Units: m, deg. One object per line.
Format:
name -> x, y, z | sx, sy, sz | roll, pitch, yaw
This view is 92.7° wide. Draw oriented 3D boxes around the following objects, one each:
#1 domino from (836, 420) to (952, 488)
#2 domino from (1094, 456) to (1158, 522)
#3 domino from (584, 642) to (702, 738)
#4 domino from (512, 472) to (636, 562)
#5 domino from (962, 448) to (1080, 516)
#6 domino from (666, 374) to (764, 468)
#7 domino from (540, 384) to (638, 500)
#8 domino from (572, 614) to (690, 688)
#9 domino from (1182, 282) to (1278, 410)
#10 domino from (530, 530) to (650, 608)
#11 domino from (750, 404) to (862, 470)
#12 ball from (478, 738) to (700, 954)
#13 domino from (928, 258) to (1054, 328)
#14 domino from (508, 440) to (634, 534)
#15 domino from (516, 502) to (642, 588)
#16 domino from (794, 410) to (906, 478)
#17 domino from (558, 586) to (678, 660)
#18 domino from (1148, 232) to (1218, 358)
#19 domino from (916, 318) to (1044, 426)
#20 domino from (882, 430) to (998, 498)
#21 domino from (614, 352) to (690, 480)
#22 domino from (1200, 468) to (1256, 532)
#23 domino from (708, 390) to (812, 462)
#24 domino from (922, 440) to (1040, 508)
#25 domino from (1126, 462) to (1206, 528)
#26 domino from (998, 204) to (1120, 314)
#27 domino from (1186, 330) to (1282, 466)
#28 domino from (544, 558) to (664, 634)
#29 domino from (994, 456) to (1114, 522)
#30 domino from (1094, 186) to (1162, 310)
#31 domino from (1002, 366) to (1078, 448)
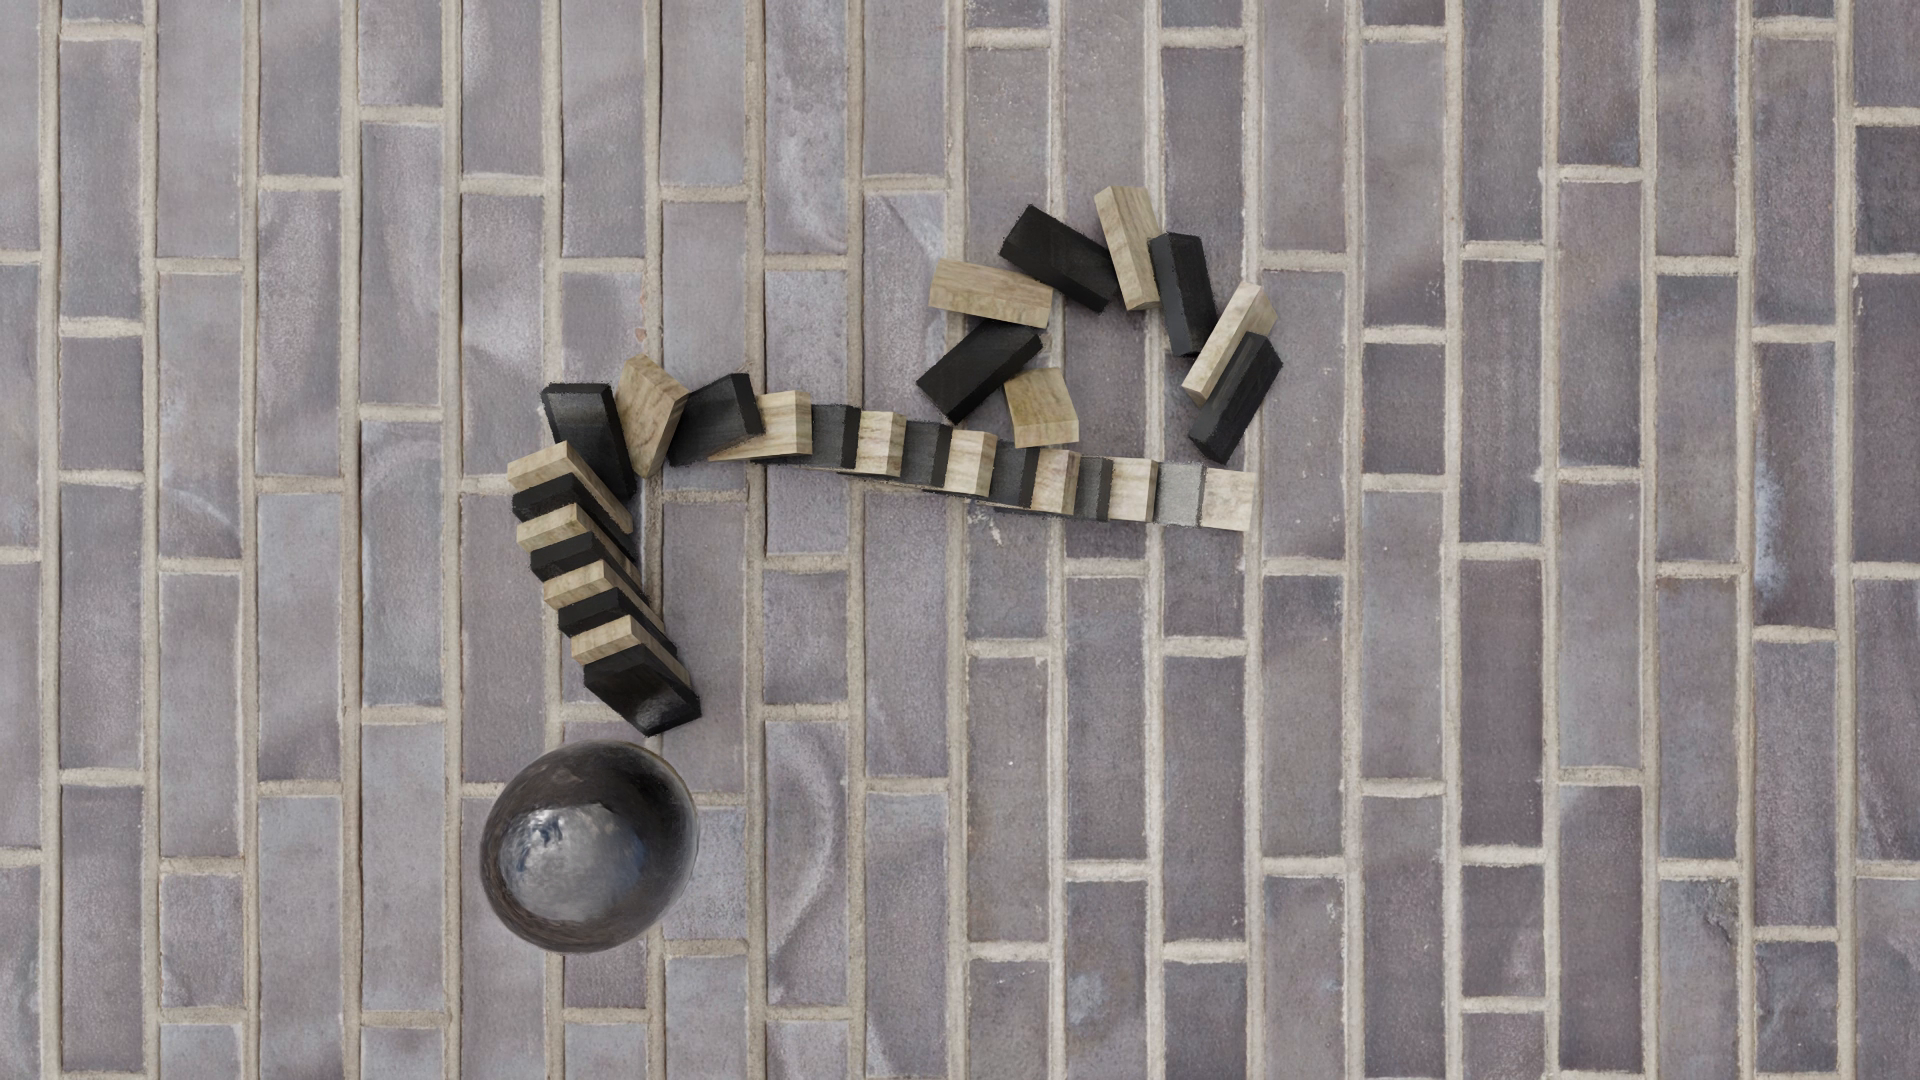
domino -> -0.028, -0.037, 0.382 | 0.050, 0.010, 0.025 | 9, 90, 34
domino -> 0.056, -0.022, 0.384 | 0.050, 0.010, 0.025 | 6, 90, 30
domino -> -0.130, 0.063, 0.377 | 0.025, 0.050, 0.009 | -21, 52, 0
domino -> -0.158, -0.004, 0.378 | 0.025, 0.050, 0.009 | -21, 52, 0
domino -> 0.024, -0.025, 0.380 | 0.050, 0.009, 0.025 | 8, 91, 37
domino -> -0.105, -0.049, 0.382 | 0.050, 0.009, 0.025 | -15, 90, 35
domino -> -0.154, -0.040, 0.381 | 0.025, 0.010, 0.050 | 1, 125, 3
domino -> -0.134, 0.052, 0.377 | 0.025, 0.050, 0.010 | -21, 52, 0
domino -> 0.114, -0.080, 0.387 | 0.010, 0.025, 0.050 | 30, 90, 39
domino -> -0.151, 0.019, 0.377 | 0.025, 0.050, 0.010 | -19, 52, -2
domino -> -0.065, -0.043, 0.383 | 0.050, 0.010, 0.025 | 6, 90, 32
ball -> -0.144, 0.119, 0.360 | 0.080, 0.080, 0.080 | 0, 90, 0
domino -> 0.014, -0.105, 0.388 | 0.050, 0.025, 0.009 | 11, 134, 0
domino -> -0.159, -0.017, 0.377 | 0.025, 0.050, 0.010 | -21, 52, 1
domino -> -0.156, 0.007, 0.377 | 0.025, 0.050, 0.009 | -21, 52, 0
domino -> -0.046, -0.041, 0.383 | 0.050, 0.010, 0.025 | 7, 90, 33
domino -> -0.140, 0.041, 0.377 | 0.025, 0.050, 0.010 | -21, 52, 0
domino -> 0.096, -0.103, 0.388 | 0.025, 0.009, 0.050 | -12, 90, -43
domino -> 0.008, -0.074, 0.389 | 0.050, 0.009, 0.025 | -42, 56, 0
domino -> -0.009, -0.033, 0.381 | 0.050, 0.010, 0.025 | 9, 90, 37
domino -> -0.131, -0.050, 0.380 | 0.025, 0.010, 0.050 | 39, 133, 0
domino -> 0.100, -0.019, 0.395 | 0.050, 0.010, 0.025 | 7, 90, 0
domino -> -0.084, -0.047, 0.383 | 0.050, 0.009, 0.025 | -1, 90, 32
domino -> 0.008, -0.029, 0.381 | 0.050, 0.010, 0.025 | 11, 93, 37
domino -> 0.076, -0.020, 0.385 | 0.050, 0.010, 0.025 | 6, 90, 27
domino -> 0.045, -0.120, 0.390 | 0.050, 0.010, 0.025 | 30, 63, 0
domino -> 0.117, -0.059, 0.387 | 0.009, 0.025, 0.050 | 30, 90, 39
domino -> -0.145, 0.030, 0.377 | 0.025, 0.050, 0.009 | -21, 52, 0
domino -> 0.038, -0.022, 0.381 | 0.050, 0.009, 0.025 | 6, 90, 37
domino -> 0.075, -0.124, 0.388 | 0.025, 0.010, 0.050 | -17, 90, -40
domino -> 0.032, -0.055, 0.377 | 0.025, 0.050, 0.010 | -6, 125, 0
